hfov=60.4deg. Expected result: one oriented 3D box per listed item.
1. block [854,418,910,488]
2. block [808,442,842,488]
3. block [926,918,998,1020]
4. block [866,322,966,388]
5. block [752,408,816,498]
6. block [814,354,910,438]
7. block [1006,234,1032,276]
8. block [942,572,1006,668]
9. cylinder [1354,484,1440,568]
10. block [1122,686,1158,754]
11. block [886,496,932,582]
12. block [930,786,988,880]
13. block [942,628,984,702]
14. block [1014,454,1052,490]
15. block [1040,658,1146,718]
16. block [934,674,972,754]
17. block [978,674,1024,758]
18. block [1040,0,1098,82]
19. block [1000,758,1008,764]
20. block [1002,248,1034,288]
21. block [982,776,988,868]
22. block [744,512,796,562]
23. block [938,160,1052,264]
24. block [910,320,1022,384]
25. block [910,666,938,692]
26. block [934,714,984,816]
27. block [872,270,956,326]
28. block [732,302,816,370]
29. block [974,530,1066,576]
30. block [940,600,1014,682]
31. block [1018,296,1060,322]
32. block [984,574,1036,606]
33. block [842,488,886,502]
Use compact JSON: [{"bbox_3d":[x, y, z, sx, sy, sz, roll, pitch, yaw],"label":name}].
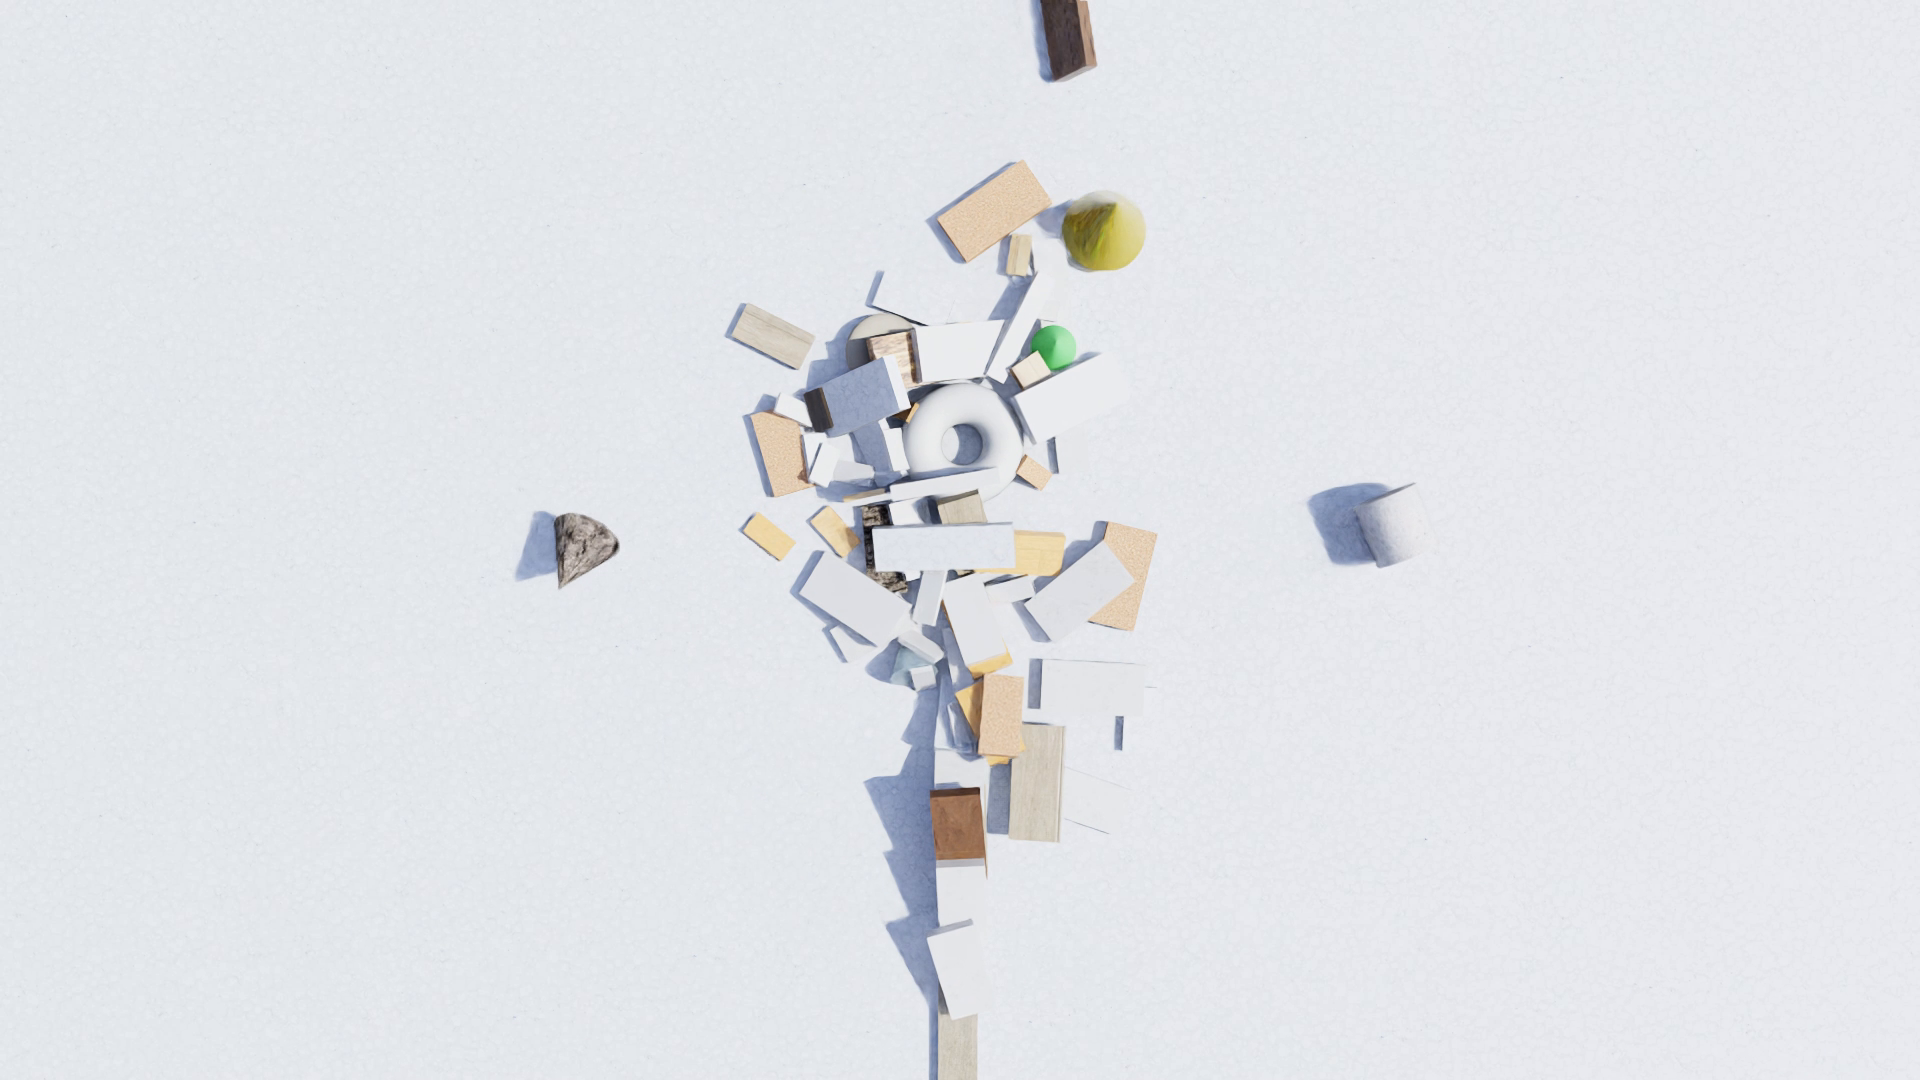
[{"bbox_3d":[-0.268,-0.306,5.445,0.125,0.035,0.249,-24,90,43],"label":"block"},{"bbox_3d":[-0.448,-0.247,5.447,0.068,0.019,0.136,27,71,-21],"label":"block"},{"bbox_3d":[0.007,1.406,5.399,0.158,0.045,0.315,-16,106,0],"label":"block"},{"bbox_3d":[-0.116,-0.599,5.407,0.356,0.050,0.178,-13,93,-22],"label":"block"},{"bbox_3d":[-0.585,-0.297,5.480,0.141,0.040,0.283,-16,90,0],"label":"block"},{"bbox_3d":[-0.320,-0.463,5.357,0.356,0.050,0.178,-17,90,45],"label":"block"},{"bbox_3d":[0.197,-0.945,5.466,0.068,0.019,0.135,9,91,8],"label":"block"},{"bbox_3d":[0.041,0.261,5.408,0.141,0.040,0.283,-18,75,-3],"label":"block"},{"bbox_3d":[1.427,-0.046,5.394,0.213,0.213,0.213,-22,90,0],"label":"cylinder"},{"bbox_3d":[0.598,0.597,5.485,0.108,0.031,0.217,2,90,0],"label":"block"},{"bbox_3d":[-0.149,-0.005,5.456,0.130,0.037,0.259,-14,93,-18],"label":"block"},{"bbox_3d":[-0.003,0.953,5.331,0.162,0.046,0.324,-4,113,1],"label":"block"},{"bbox_3d":[0.026,0.405,5.448,0.124,0.035,0.248,-12,74,0],"label":"block"},{"bbox_3d":[0.243,-0.222,5.449,0.135,0.019,0.068,34,90,-40],"label":"block"},{"bbox_3d":[0.440,0.489,5.457,0.338,0.048,0.169,3,90,6],"label":"block"},{"bbox_3d":[-0.011,0.574,5.435,0.124,0.035,0.248,6,67,0],"label":"block"},{"bbox_3d":[0.132,0.566,5.313,0.130,0.037,0.259,6,74,-4],"label":"block"},{"bbox_3d":[0.352,-1.696,5.419,0.048,0.168,0.336,-9,90,-38],"label":"block"},{"bbox_3d":[0.160,0.606,5.438,0.035,0.124,0.248,10,90,0],"label":"block"},{"bbox_3d":[0.195,-0.913,5.490,0.067,0.019,0.135,-19,90,0],"label":"block"},{"bbox_3d":[0.006,0.944,5.440,0.162,0.046,0.324,-2,90,0],"label":"block"},{"bbox_3d":[-0.632,-0.012,5.489,0.162,0.023,0.081,39,90,0],"label":"block"},{"bbox_3d":[0.115,-1.090,5.476,0.346,0.049,0.173,-35,90,0],"label":"block"},{"bbox_3d":[0.023,-0.619,5.409,0.356,0.050,0.178,-8,91,-22],"label":"block"},{"bbox_3d":[-0.119,0.456,5.433,0.071,0.142,0.020,-10,62,0],"label":"block"},{"bbox_3d":[0.000,0.737,5.412,0.162,0.046,0.324,1,66,1],"label":"block"},{"bbox_3d":[-0.151,-0.795,5.482,0.249,0.035,0.125,20,90,0],"label":"block"},{"bbox_3d":[-0.619,-0.677,5.482,0.249,0.035,0.125,27,90,0],"label":"block"},{"bbox_3d":[0.196,0.040,5.426,0.284,0.040,0.142,3,115,-11],"label":"block"},{"bbox_3d":[0.055,0.307,5.435,0.141,0.040,0.283,-23,74,-3],"label":"block"},{"bbox_3d":[0.259,-0.765,5.460,0.135,0.019,0.068,8,90,0],"label":"block"},{"bbox_3d":[0.166,0.167,5.459,0.149,0.021,0.075,-15,111,14],"label":"block"},{"bbox_3d":[-0.316,-0.148,5.465,0.139,0.069,0.020,-12,90,0],"label":"block"}]
